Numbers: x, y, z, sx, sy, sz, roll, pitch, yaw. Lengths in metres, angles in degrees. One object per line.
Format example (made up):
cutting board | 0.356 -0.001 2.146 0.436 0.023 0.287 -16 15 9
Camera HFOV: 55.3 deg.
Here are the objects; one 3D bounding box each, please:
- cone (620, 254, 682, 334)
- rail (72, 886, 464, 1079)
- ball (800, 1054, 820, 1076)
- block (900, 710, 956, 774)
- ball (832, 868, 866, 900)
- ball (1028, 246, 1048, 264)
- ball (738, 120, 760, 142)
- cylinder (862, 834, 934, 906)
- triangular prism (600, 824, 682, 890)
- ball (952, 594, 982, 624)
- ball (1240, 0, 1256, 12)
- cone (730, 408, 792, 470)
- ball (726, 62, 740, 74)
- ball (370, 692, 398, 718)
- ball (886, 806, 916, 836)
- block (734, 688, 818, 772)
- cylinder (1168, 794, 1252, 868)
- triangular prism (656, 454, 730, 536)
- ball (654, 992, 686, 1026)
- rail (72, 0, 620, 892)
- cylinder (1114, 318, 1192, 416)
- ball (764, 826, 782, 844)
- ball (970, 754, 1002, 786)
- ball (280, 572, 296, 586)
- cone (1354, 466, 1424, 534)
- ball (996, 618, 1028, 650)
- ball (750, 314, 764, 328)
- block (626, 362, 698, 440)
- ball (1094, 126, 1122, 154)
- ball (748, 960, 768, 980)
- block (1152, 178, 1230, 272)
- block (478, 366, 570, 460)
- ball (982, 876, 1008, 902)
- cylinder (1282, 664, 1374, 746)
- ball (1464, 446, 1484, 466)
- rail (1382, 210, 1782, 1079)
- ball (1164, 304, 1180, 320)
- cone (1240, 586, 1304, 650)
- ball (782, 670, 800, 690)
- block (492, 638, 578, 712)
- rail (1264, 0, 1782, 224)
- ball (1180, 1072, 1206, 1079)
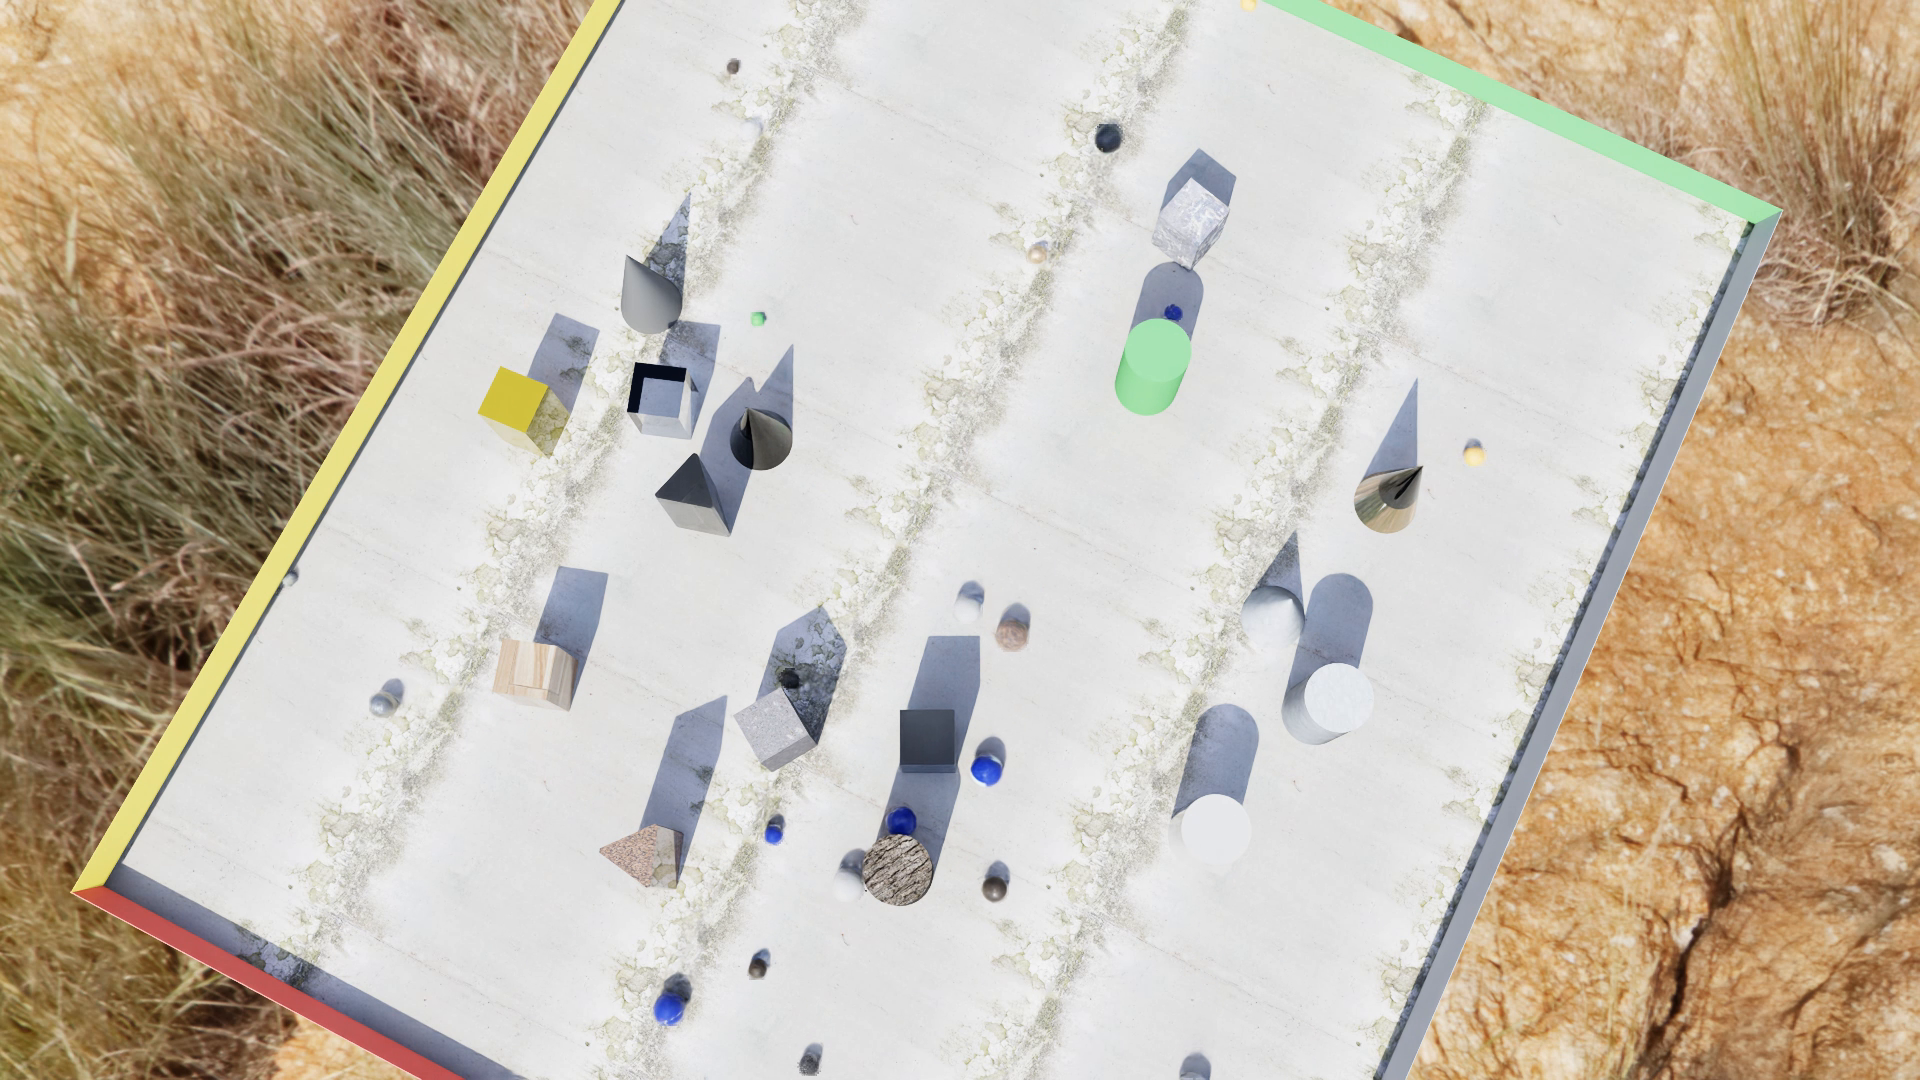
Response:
cone | -0.971 -0.786 5.549 0.195 0.451 0.195 0 78 0
rail | -0.919 1.806 5.177 3.649 0.127 0.045 26 80 5
ball | -0.433 1.511 5.275 0.057 0.057 0.057 0 78 0
block | -0.093 0.589 5.342 0.156 0.299 0.156 0 78 0
ball | -0.325 1.006 5.359 0.096 0.096 0.096 0 78 0
ball | 0.245 -0.899 5.772 0.059 0.059 0.059 0 78 0
ball | -0.674 -1.305 5.852 0.069 0.069 0.069 0 78 0
cylinder | -0.175 0.950 5.258 0.195 0.318 0.195 0 78 0
triangular prism | -0.866 0.878 5.194 0.169 0.473 0.147 35 80 7
ball | 0.021 0.207 5.529 0.088 0.088 0.088 0 78 0
ball | 0.936 -1.743 5.950 0.053 0.053 0.053 0 78 0
cone | -0.616 -0.347 5.499 0.195 0.371 0.195 0 78 0
ball | -0.732 -1.522 5.909 0.043 0.043 0.043 0 78 0
ball | -1.721 0.493 5.474 0.080 0.080 0.080 0 78 0
ball | -0.173 0.831 5.399 0.090 0.090 0.090 0 78 0
block | -0.533 0.555 5.327 0.156 0.342 0.156 -30 80 -6
cylinder | 0.714 0.841 5.269 0.195 0.340 0.195 0 78 0
triangular prism | -0.773 -0.139 5.438 0.169 0.406 0.147 11 79 2
ball | -0.840 1.353 5.290 0.092 0.092 0.092 0 78 0
rail | -1.611 -0.782 5.713 0.045 0.127 4.157 26 80 5
cylinder | 0.580 -0.518 5.540 0.195 0.360 0.195 0 78 0
ball | -0.552 0.870 5.409 0.055 0.055 0.055 0 78 0
ball | 0.078 0.682 5.426 0.097 0.097 0.097 0 78 0
ball | -2.041 0.119 5.569 0.044 0.044 0.044 0 78 0
cone | 1.310 -0.163 5.409 0.195 0.472 0.195 0 78 0
ball | 0.155 0.284 5.508 0.098 0.098 0.098 0 78 0
ball | -0.634 -0.687 5.737 0.042 0.042 0.042 0 78 0
block | -0.902 -0.420 5.574 0.156 0.254 0.156 7 78 1
ball | 0.471 -1.274 5.835 0.089 0.089 0.089 0 78 0
ball | -0.589 1.248 5.329 0.057 0.057 0.057 0 78 0
block | 0.715 -0.976 5.698 0.156 0.236 0.156 40 81 8
block | -1.312 -0.380 5.532 0.156 0.320 0.156 22 79 5
ball | 0.100 1.022 5.366 0.077 0.077 0.077 0 78 0
cylinder | 1.063 0.481 5.322 0.195 0.383 0.195 0 78 0
ball | 1.581 -0.256 5.638 0.062 0.062 0.062 0 78 0
rail | 1.611 0.795 5.386 0.045 0.127 4.157 26 80 5
ball | 0.665 -0.711 5.739 0.049 0.049 0.049 0 78 0
cone | 0.951 0.202 5.410 0.195 0.323 0.195 0 78 0
ball | -0.508 0.420 5.501 0.055 0.055 0.055 0 78 0
block | -1.241 0.399 5.374 0.156 0.314 0.156 8 78 2
rail | 0.919 -1.793 5.922 3.649 0.127 0.045 26 80 5
ball | 0.668 1.572 5.244 0.092 0.092 0.092 0 78 0
